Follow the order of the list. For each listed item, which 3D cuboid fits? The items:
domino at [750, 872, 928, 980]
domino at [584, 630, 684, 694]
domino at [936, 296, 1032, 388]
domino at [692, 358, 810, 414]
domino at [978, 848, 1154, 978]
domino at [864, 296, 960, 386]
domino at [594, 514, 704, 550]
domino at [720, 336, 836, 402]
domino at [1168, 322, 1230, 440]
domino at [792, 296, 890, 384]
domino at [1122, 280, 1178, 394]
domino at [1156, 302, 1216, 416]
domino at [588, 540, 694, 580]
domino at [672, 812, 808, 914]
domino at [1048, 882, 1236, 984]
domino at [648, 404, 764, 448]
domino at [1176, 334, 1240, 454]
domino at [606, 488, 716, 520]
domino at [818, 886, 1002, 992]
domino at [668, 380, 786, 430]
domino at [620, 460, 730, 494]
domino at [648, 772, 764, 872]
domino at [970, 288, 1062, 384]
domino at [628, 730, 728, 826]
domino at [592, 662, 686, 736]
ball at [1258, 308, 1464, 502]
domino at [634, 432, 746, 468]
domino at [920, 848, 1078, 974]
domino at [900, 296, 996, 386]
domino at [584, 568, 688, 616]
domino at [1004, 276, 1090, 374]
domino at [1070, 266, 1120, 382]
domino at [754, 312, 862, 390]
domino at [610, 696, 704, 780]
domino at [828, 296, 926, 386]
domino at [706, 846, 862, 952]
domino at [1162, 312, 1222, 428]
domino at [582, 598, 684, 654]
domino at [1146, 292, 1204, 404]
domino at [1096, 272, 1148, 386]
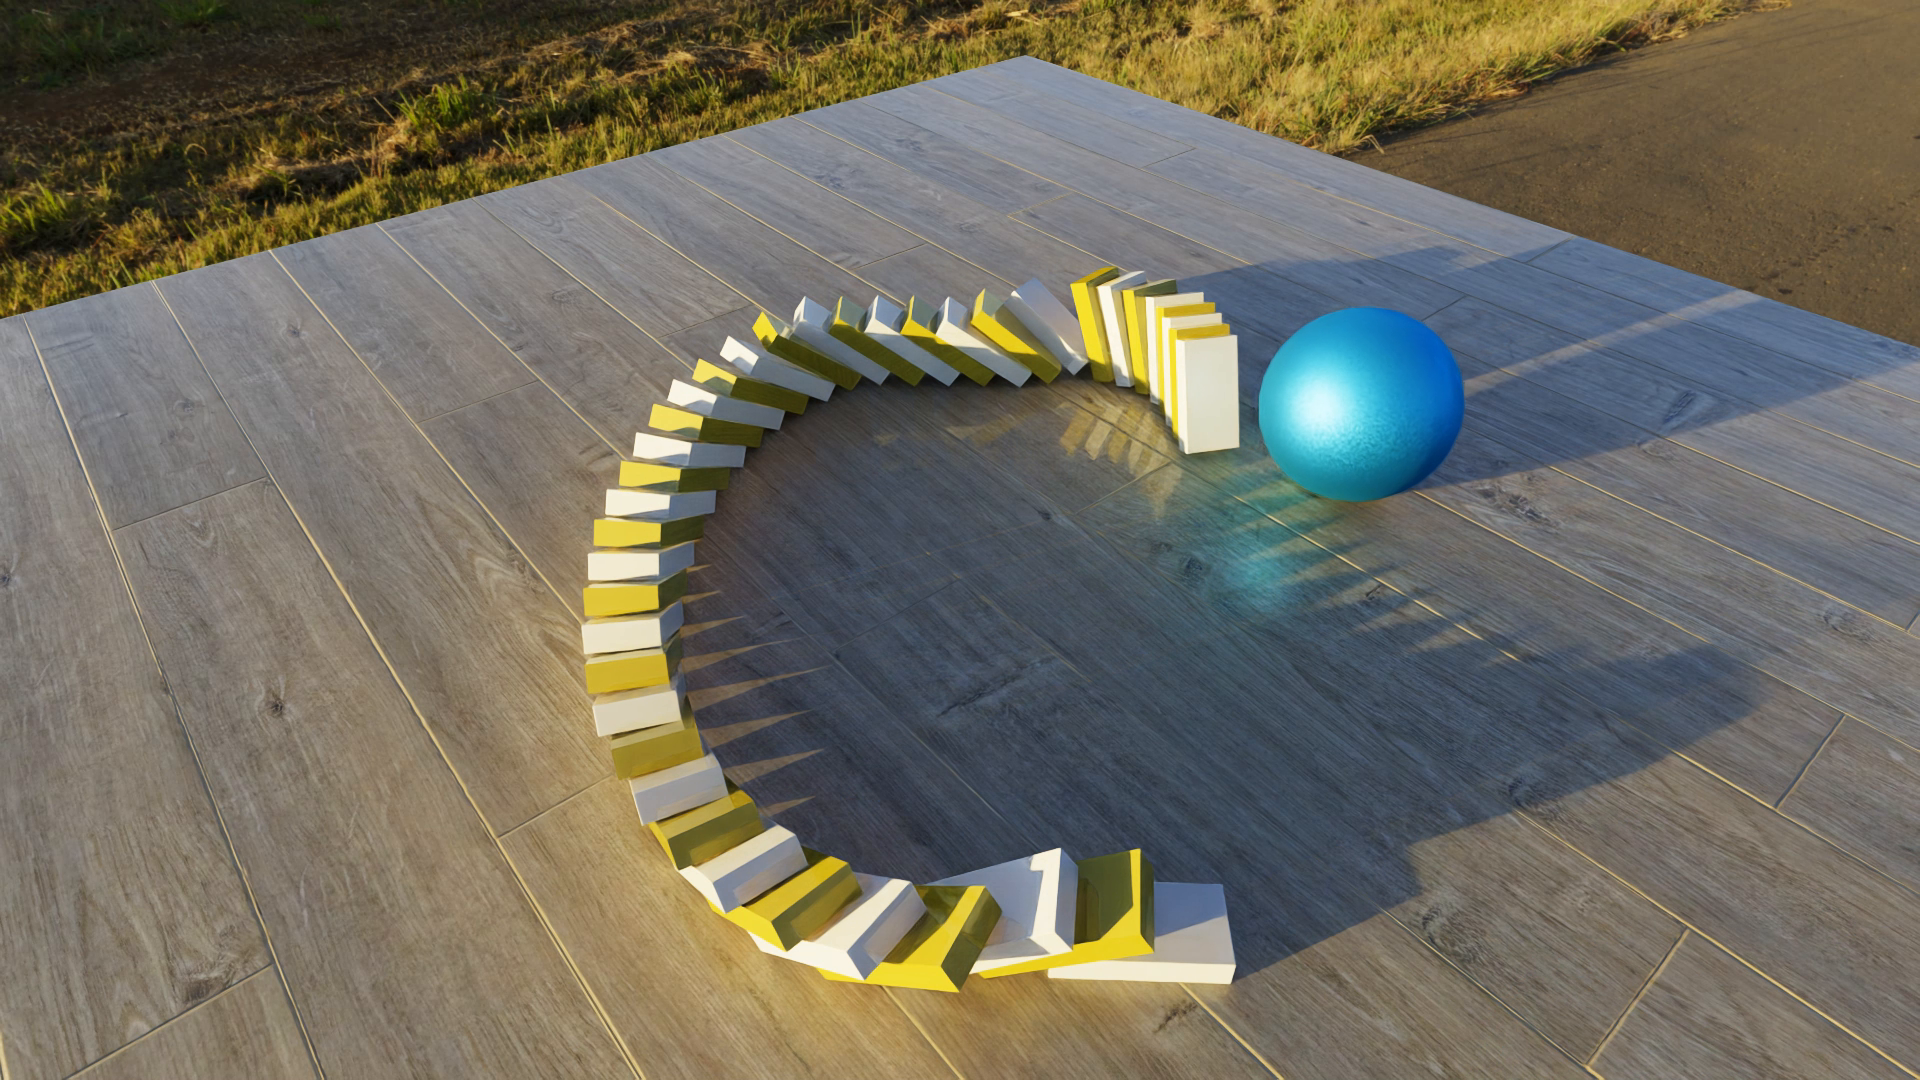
[{"bbox_3d":[-0.034,0.102,0.297,0.050,0.009,0.025,-11,22,49],"label":"domino"},{"bbox_3d":[-0.109,0.040,0.373,0.025,0.010,0.050,-7,6,-9],"label":"domino"},{"bbox_3d":[0.012,-0.097,0.541,0.050,0.009,0.025,29,35,-20],"label":"domino"},{"bbox_3d":[-0.096,-0.070,0.508,0.025,0.010,0.050,28,11,30],"label":"domino"},{"bbox_3d":[0.028,0.102,0.300,0.050,0.009,0.025,-19,36,23],"label":"domino"},{"bbox_3d":[-0.023,-0.098,0.541,0.050,0.010,0.025,30,33,-21],"label":"domino"},{"bbox_3d":[-0.120,-0.004,0.428,0.025,0.010,0.050,4,5,5],"label":"domino"},{"bbox_3d":[-0.085,-0.080,0.519,0.025,0.009,0.050,36,15,36],"label":"domino"},{"bbox_3d":[0.109,-0.072,0.500,0.025,0.050,0.009,-8,16,-10],"label":"domino"},{"bbox_3d":[-0.058,-0.098,0.540,0.050,0.009,0.025,28,29,-23],"label":"domino"},{"bbox_3d":[0.095,-0.098,0.532,0.025,0.050,0.010,-19,20,-22],"label":"domino"},{"bbox_3d":[0.106,-0.085,0.516,0.025,0.050,0.009,-8,16,-10],"label":"domino"},{"bbox_3d":[-0.119,0.007,0.414,0.025,0.009,0.050,0,5,0],"label":"domino"},{"bbox_3d":[-0.065,0.089,0.313,0.025,0.010,0.050,-25,11,-27],"label":"domino"},{"bbox_3d":[0.050,0.110,0.309,0.050,0.010,0.025,1,39,2],"label":"domino"},{"bbox_3d":[-0.110,-0.050,0.482,0.025,0.010,0.050,16,6,19],"label":"domino"},{"bbox_3d":[0.111,-0.065,0.492,0.025,0.050,0.010,-8,16,-10],"label":"domino"},{"bbox_3d":[-0.119,-0.015,0.442,0.025,0.010,0.050,6,6,7],"label":"domino"},{"bbox_3d":[-0.015,0.105,0.294,0.050,0.010,0.025,-15,25,40],"label":"domino"},{"bbox_3d":[-0.104,-0.061,0.496,0.025,0.009,0.050,22,9,25],"label":"domino"},{"bbox_3d":[-0.117,-0.027,0.455,0.025,0.009,0.050,8,6,10],"label":"domino"},{"bbox_3d":[-0.077,0.081,0.324,0.025,0.010,0.050,-21,9,-23],"label":"domino"},{"bbox_3d":[0.028,-0.100,0.542,0.050,0.010,0.025,34,33,-19],"label":"domino"},{"bbox_3d":[-0.088,0.071,0.335,0.025,0.009,0.050,-16,8,-19],"label":"domino"},{"bbox_3d":[-0.104,0.051,0.360,0.025,0.009,0.050,-10,6,-12],"label":"domino"},{"bbox_3d":[0.165,-0.056,0.456,0.080,0.080,0.080,0,39,0],"label":"ball"},{"bbox_3d":[-0.114,-0.038,0.469,0.025,0.010,0.050,12,6,14],"label":"domino"},{"bbox_3d":[0.007,0.102,0.298,0.050,0.010,0.025,-23,32,26],"label":"domino"},{"bbox_3d":[-0.005,-0.098,0.542,0.050,0.010,0.025,30,34,-20],"label":"domino"},{"bbox_3d":[-0.117,0.018,0.400,0.025,0.010,0.050,-2,5,-3],"label":"domino"},{"bbox_3d":[0.047,-0.107,0.551,0.050,0.009,0.025,45,40,0],"label":"domino"},{"bbox_3d":[0.072,-0.106,0.541,0.025,0.050,0.010,-33,27,-35],"label":"domino"},{"bbox_3d":[-0.074,-0.091,0.531,0.050,0.010,0.025,21,23,-39],"label":"domino"},{"bbox_3d":[-0.096,0.061,0.347,0.025,0.009,0.050,-13,7,-16],"label":"domino"},{"bbox_3d":[-0.040,-0.098,0.540,0.050,0.010,0.025,29,31,-21],"label":"domino"},{"bbox_3d":[-0.051,0.096,0.305,0.025,0.010,0.050,-31,14,-32],"label":"domino"},{"bbox_3d":[0.108,-0.078,0.508,0.025,0.050,0.009,-8,16,-10],"label":"domino"},{"bbox_3d":[-0.114,0.030,0.387,0.025,0.009,0.050,-5,5,-6],"label":"domino"},{"bbox_3d":[0.103,-0.091,0.523,0.025,0.050,0.010,-8,16,-10],"label":"domino"},{"bbox_3d":[0.084,-0.103,0.537,0.025,0.050,0.010,-28,24,-30],"label":"domino"}]
